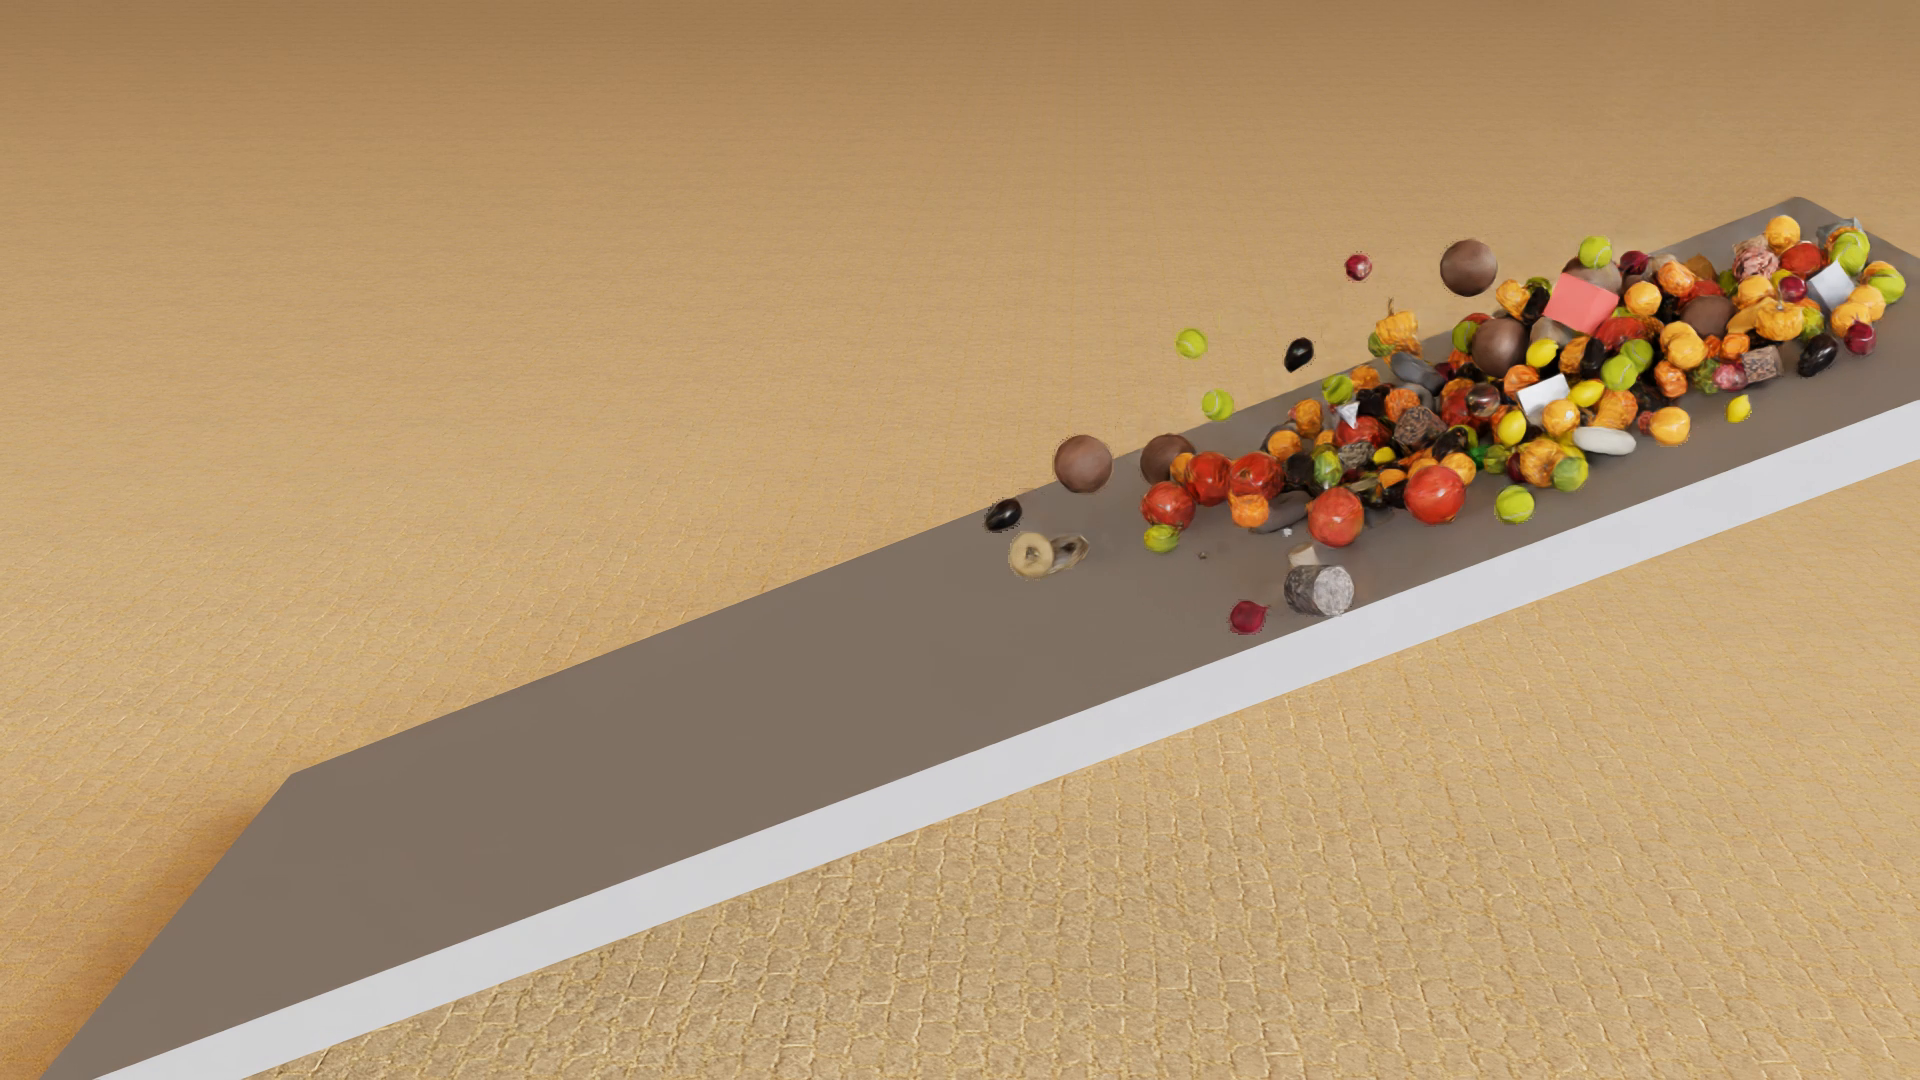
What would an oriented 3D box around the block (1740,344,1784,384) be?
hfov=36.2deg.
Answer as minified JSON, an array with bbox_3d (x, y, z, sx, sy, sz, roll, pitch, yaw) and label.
[{"bbox_3d":[1.520,-0.334,5.571,0.058,0.058,0.058,-17,-2,26],"label":"block"}]

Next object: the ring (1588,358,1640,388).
[{"bbox_3d":[1.337,-0.342,6.018,0.111,0.037,0.111,-22,13,5],"label":"ring"}]

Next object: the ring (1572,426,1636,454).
[{"bbox_3d":[1.201,-0.186,5.490,0.117,0.039,0.117,6,10,-1],"label":"ring"}]

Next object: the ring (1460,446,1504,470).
[{"bbox_3d":[1.030,-0.162,5.799,0.087,0.029,0.087,-15,17,5],"label":"ring"}]

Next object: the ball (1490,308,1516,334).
[{"bbox_3d":[1.260,-0.507,6.820,0.060,0.060,0.060,0,14,0],"label":"ball"}]

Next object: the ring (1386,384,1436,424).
[{"bbox_3d":[0.961,-0.282,6.264,0.110,0.110,0.037,-1,-21,-3],"label":"ring"}]

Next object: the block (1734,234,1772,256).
[{"bbox_3d":[1.688,-0.596,6.233,0.069,0.069,0.069,-22,-20,20],"label":"block"}]

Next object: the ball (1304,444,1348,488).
[{"bbox_3d":[0.761,-0.154,6.099,0.094,0.094,0.094,0,14,0],"label":"ball"}]

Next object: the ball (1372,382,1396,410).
[{"bbox_3d":[0.951,-0.320,6.562,0.061,0.061,0.061,0,14,0],"label":"ball"}]

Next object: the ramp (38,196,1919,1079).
[{"bbox_3d":[0.124,0.173,6.290,4.000,0.100,2.000,-21,12,7],"label":"ramp"}]

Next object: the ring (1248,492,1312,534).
[{"bbox_3d":[0.650,-0.057,5.976,0.139,0.046,0.139,-25,10,4],"label":"ring"}]

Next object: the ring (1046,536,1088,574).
[{"bbox_3d":[0.212,0.033,6.387,0.145,0.048,0.145,-21,13,5],"label":"ring"}]

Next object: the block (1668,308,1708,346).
[{"bbox_3d":[1.474,-0.433,5.951,0.052,0.052,0.052,27,35,35],"label":"block"}]

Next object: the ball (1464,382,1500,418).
[{"bbox_3d":[1.040,-0.279,5.852,0.070,0.070,0.070,0,14,0],"label":"ball"}]

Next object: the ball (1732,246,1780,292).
[{"bbox_3d":[1.638,-0.556,6.048,0.095,0.095,0.095,0,14,0],"label":"ball"}]

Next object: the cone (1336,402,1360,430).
[{"bbox_3d":[0.807,-0.254,6.080,0.054,0.054,0.054,-15,6,1],"label":"cone"}]

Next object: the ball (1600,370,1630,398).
[{"bbox_3d":[1.312,-0.314,5.894,0.056,0.056,0.056,0,14,0],"label":"ball"}]

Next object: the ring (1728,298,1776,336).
[{"bbox_3d":[1.544,-0.436,5.736,0.105,0.035,0.105,-36,0,0],"label":"ring"}]

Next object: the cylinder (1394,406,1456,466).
[{"bbox_3d":[0.942,-0.211,5.946,0.090,0.090,0.090,33,-9,-36],"label":"cylinder"}]

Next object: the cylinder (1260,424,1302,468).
[{"bbox_3d":[0.706,-0.207,6.475,0.076,0.076,0.076,4,23,17],"label":"cylinder"}]

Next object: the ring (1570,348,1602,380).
[{"bbox_3d":[1.301,-0.366,6.109,0.076,0.076,0.025,-7,-28,-27],"label":"ring"}]

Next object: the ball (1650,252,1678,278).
[{"bbox_3d":[1.496,-0.583,6.248,0.056,0.056,0.056,0,14,0],"label":"ball"}]

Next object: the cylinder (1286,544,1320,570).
[{"bbox_3d":[0.649,0.041,5.552,0.052,0.052,0.052,-21,12,5],"label":"cylinder"}]

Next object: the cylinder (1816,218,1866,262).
[{"bbox_3d":[1.870,-0.636,6.238,0.078,0.078,0.078,-15,4,32],"label":"cylinder"}]

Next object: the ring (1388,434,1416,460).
[{"bbox_3d":[0.920,-0.198,6.055,0.079,0.079,0.026,-1,39,-6],"label":"ring"}]

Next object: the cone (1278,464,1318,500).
[{"bbox_3d":[0.683,-0.120,6.100,0.092,0.092,0.092,-21,12,5],"label":"cone"}]

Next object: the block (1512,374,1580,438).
[{"bbox_3d":[1.160,-0.266,5.818,0.095,0.095,0.095,-22,-1,6],"label":"block"}]

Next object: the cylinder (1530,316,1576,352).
[{"bbox_3d":[1.219,-0.420,6.049,0.065,0.065,0.065,22,3,-28],"label":"cylinder"}]

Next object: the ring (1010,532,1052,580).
[{"bbox_3d":[0.155,0.033,6.325,0.102,0.102,0.034,9,8,32],"label":"ring"}]

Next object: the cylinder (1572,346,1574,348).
[{"bbox_3d":[1.330,-0.447,6.443,0.057,0.057,0.057,-18,8,20],"label":"cylinder"}]

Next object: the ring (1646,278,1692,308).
[{"bbox_3d":[1.568,-0.544,6.485,0.113,0.038,0.113,-20,12,5],"label":"ring"}]

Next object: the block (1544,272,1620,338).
[{"bbox_3d":[1.264,-0.477,5.982,0.094,0.094,0.094,31,13,37],"label":"block"}]

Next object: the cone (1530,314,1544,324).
[{"bbox_3d":[1.221,-0.453,6.145,0.080,0.080,0.080,17,22,40],"label":"cone"}]

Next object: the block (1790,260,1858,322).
[{"bbox_3d":[1.709,-0.491,5.820,0.077,0.077,0.077,-34,-1,-20],"label":"block"}]

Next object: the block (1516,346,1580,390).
[{"bbox_3d":[1.209,-0.344,6.050,0.082,0.082,0.082,20,-8,-17],"label":"block"}]

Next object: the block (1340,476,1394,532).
[{"bbox_3d":[0.792,-0.071,5.726,0.076,0.076,0.076,-22,12,4],"label":"block"}]

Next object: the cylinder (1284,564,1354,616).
[{"bbox_3d":[0.641,0.089,5.258,0.088,0.088,0.088,-8,5,-28],"label":"cylinder"}]

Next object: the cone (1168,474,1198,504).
[{"bbox_3d":[0.498,-0.110,6.532,0.067,0.067,0.067,5,14,4],"label":"cone"}]

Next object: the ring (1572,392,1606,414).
[{"bbox_3d":[1.252,-0.275,5.887,0.083,0.028,0.083,-14,16,4],"label":"ring"}]

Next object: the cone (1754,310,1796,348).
[{"bbox_3d":[1.597,-0.404,5.823,0.080,0.080,0.080,-12,-25,-40],"label":"cone"}]

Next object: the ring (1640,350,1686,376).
[{"bbox_3d":[1.413,-0.351,5.911,0.094,0.031,0.094,-17,26,9],"label":"ring"}]

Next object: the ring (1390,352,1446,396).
[{"bbox_3d":[0.992,-0.360,6.377,0.137,0.046,0.137,28,18,-10],"label":"ring"}]

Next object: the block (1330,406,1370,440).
[{"bbox_3d":[0.857,-0.258,6.449,0.054,0.054,0.054,-33,25,-29],"label":"block"}]

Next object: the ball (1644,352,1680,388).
[{"bbox_3d":[1.388,-0.336,5.820,0.071,0.071,0.071,0,14,0],"label":"ball"}]

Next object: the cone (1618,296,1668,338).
[{"bbox_3d":[1.449,-0.451,6.172,0.096,0.096,0.096,23,13,-5],"label":"cone"}]

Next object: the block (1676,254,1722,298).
[{"bbox_3d":[1.600,-0.572,6.375,0.060,0.060,0.060,-32,23,3],"label":"block"}]

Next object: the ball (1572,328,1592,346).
[{"bbox_3d":[1.285,-0.430,6.113,0.055,0.055,0.055,0,14,0],"label":"ball"}]
